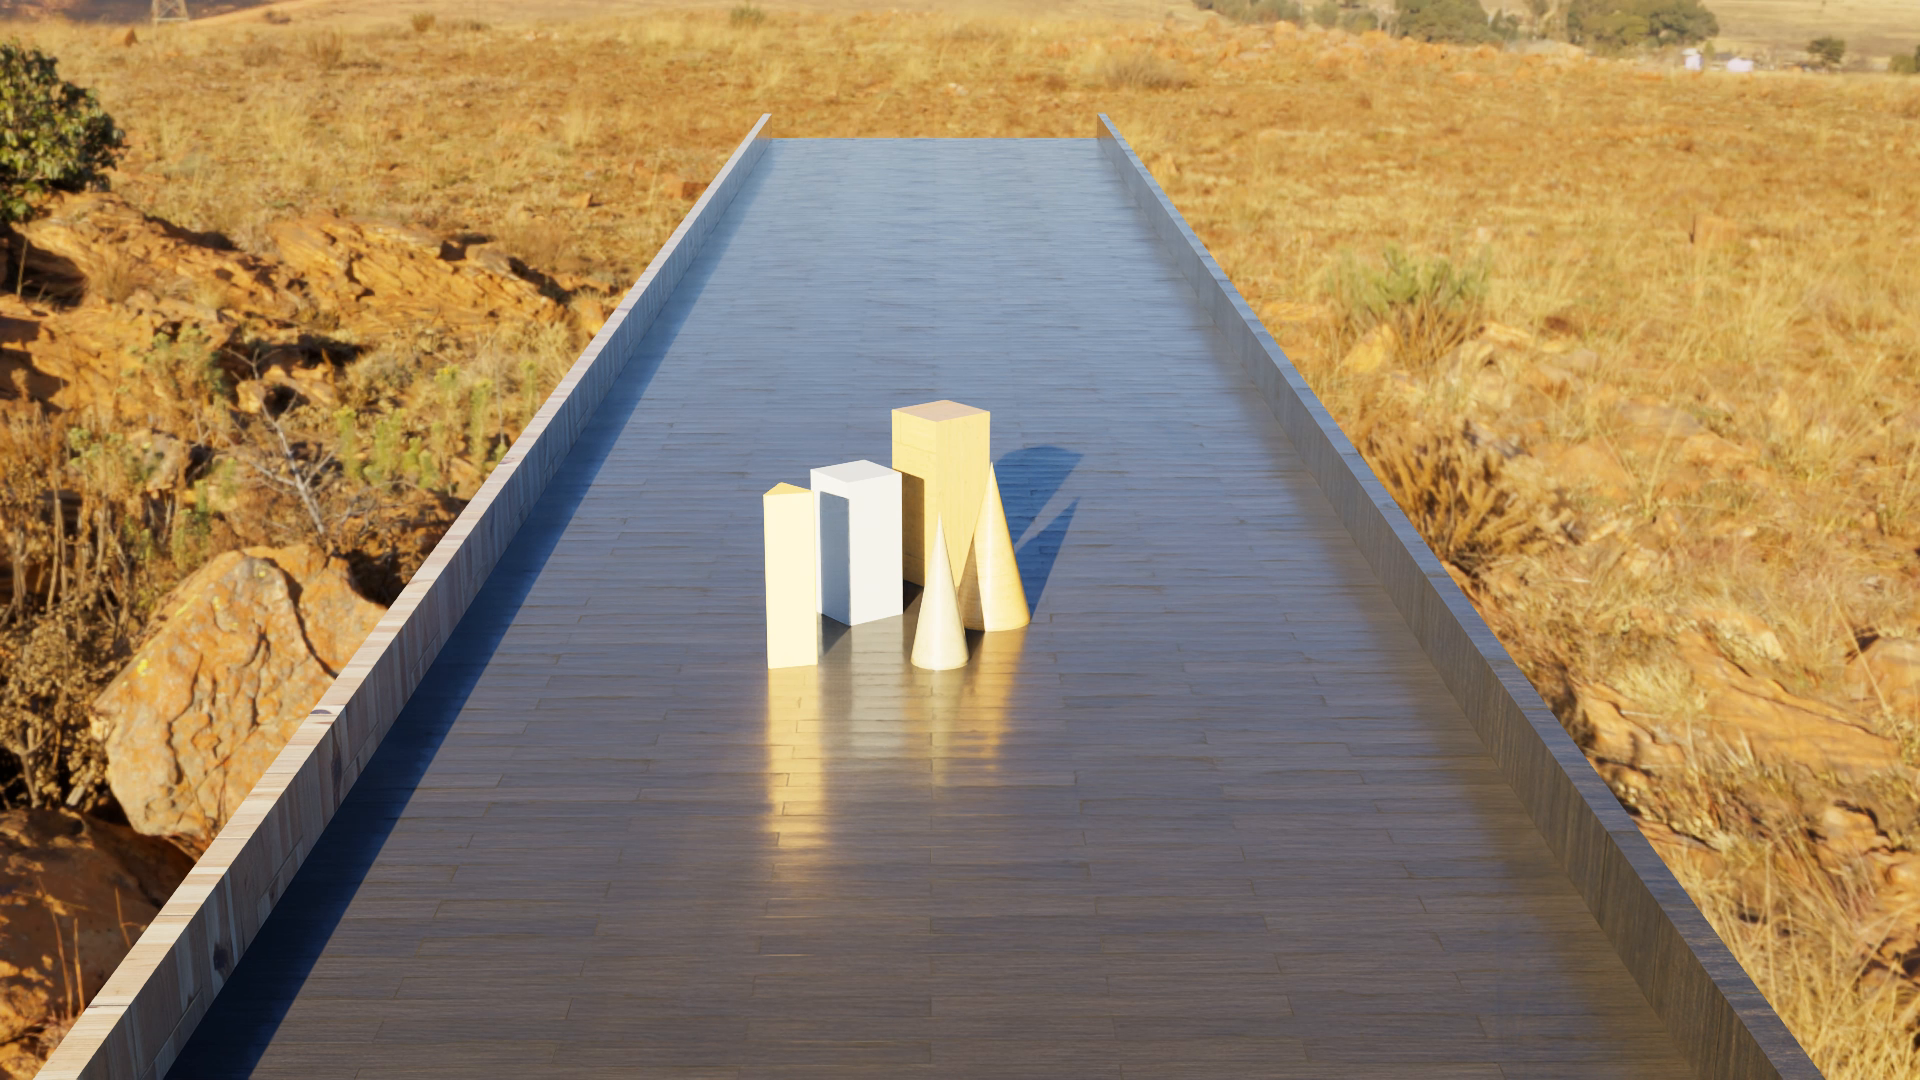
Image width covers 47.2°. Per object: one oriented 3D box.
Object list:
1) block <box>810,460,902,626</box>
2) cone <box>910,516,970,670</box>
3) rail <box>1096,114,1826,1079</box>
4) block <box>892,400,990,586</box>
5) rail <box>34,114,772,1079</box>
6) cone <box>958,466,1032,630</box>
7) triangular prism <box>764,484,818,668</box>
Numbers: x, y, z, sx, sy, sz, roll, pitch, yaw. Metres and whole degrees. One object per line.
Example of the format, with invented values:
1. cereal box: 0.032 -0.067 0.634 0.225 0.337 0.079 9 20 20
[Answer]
1. block: -0.219 0.004 4.666 0.137 0.311 0.137 -12 20 -35
2. cone: -0.039 0.092 4.374 0.120 0.310 0.120 0 17 0
3. rail: 0.932 -0.844 7.801 0.050 0.150 12.000 0 17 -1
4. block: -0.042 -0.101 4.893 0.152 0.384 0.152 -13 21 -38
5. rail: -1.118 -0.838 7.780 0.050 0.150 12.000 0 17 -1
6. cone: 0.066 0.002 4.622 0.172 0.341 0.172 0 17 0
7. triangular prism: -0.343 0.069 4.371 0.098 0.356 0.085 -4 17 -14
